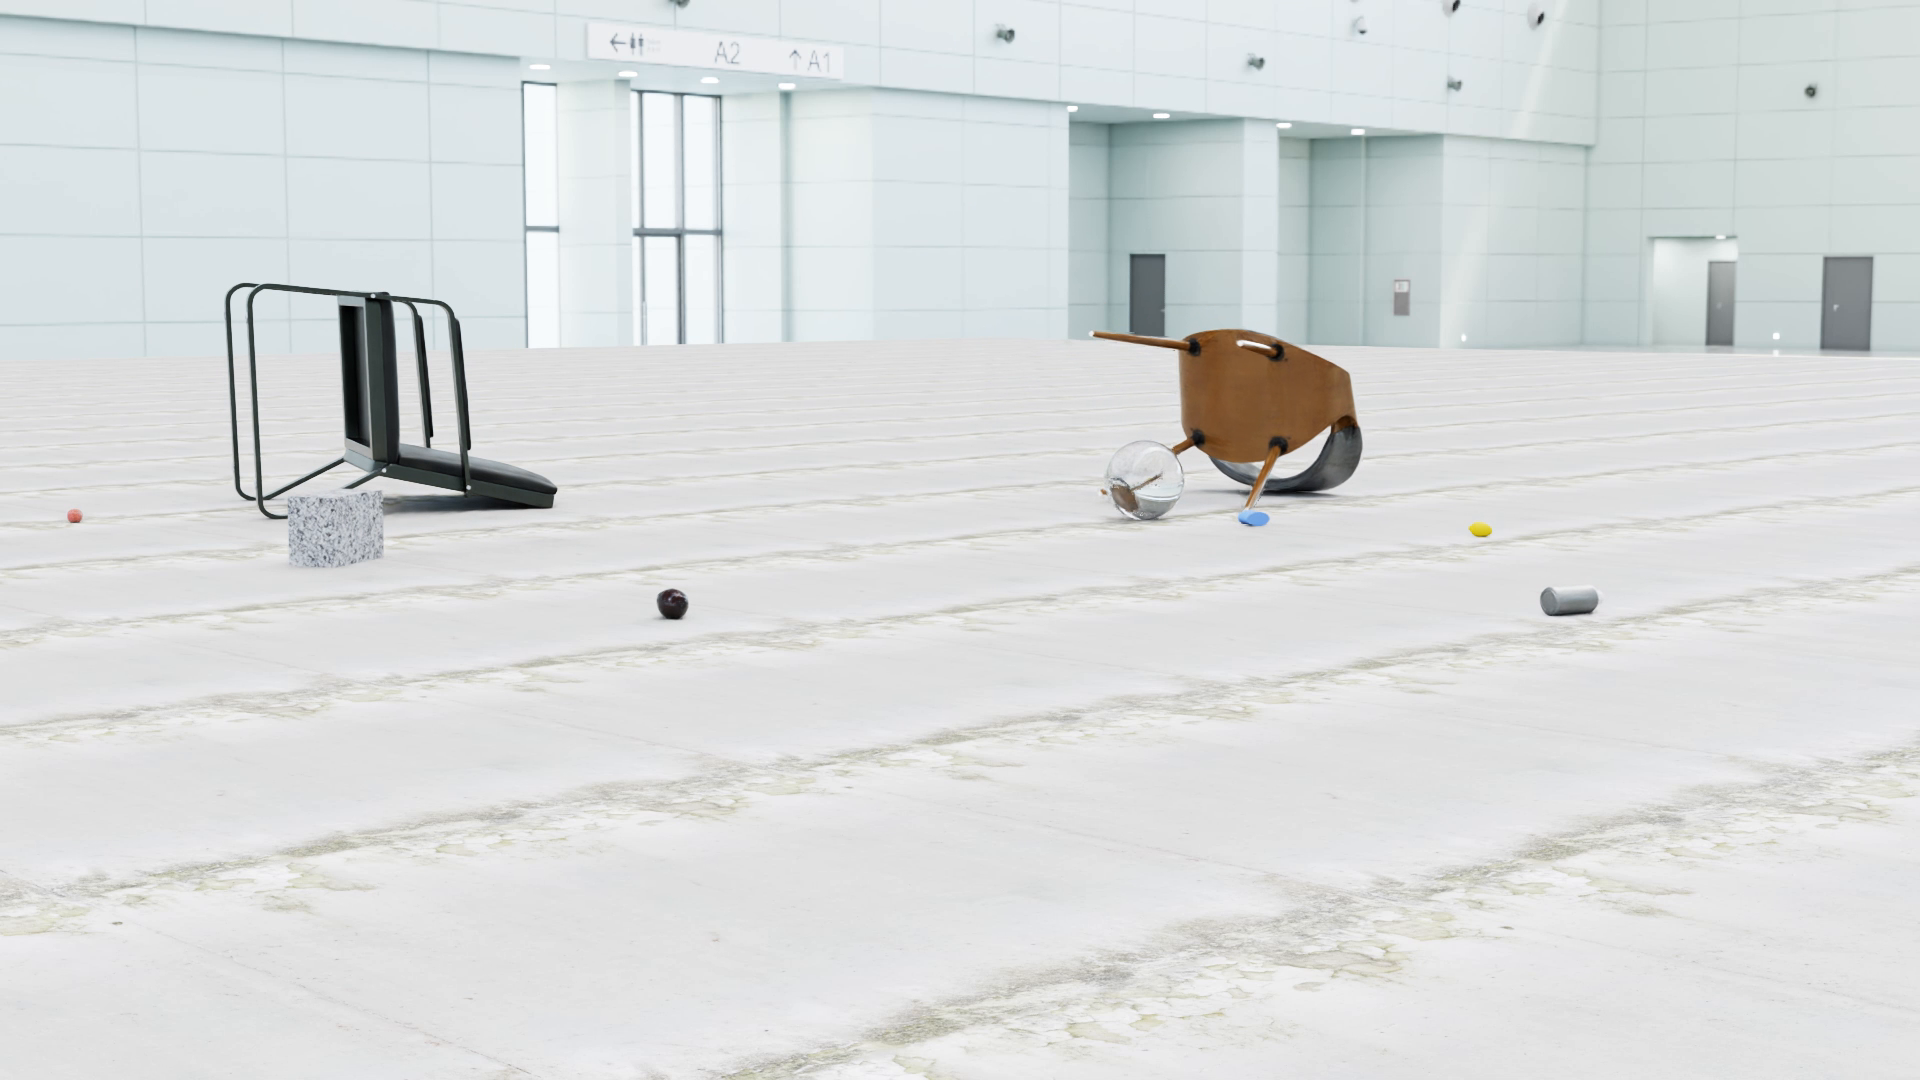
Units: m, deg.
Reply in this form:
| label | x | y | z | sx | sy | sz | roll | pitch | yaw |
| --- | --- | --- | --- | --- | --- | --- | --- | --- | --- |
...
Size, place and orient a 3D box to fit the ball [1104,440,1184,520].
| label | x | y | z | sx | sy | sz | roll | pitch | yaw |
| --- | --- | --- | --- | --- | --- | --- | --- | --- | --- |
| ball | 0.497 | -0.163 | 6.933 | 0.217 | 0.217 | 0.217 | 0 | 6 | 0 |

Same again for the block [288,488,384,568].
| label | x | y | z | sx | sy | sz | roll | pitch | yaw |
| --- | --- | --- | --- | --- | --- | --- | --- | --- | --- |
| block | -1.439 | -0.029 | 5.920 | 0.117 | 0.158 | 0.221 | 2 | 6 | 17 |
